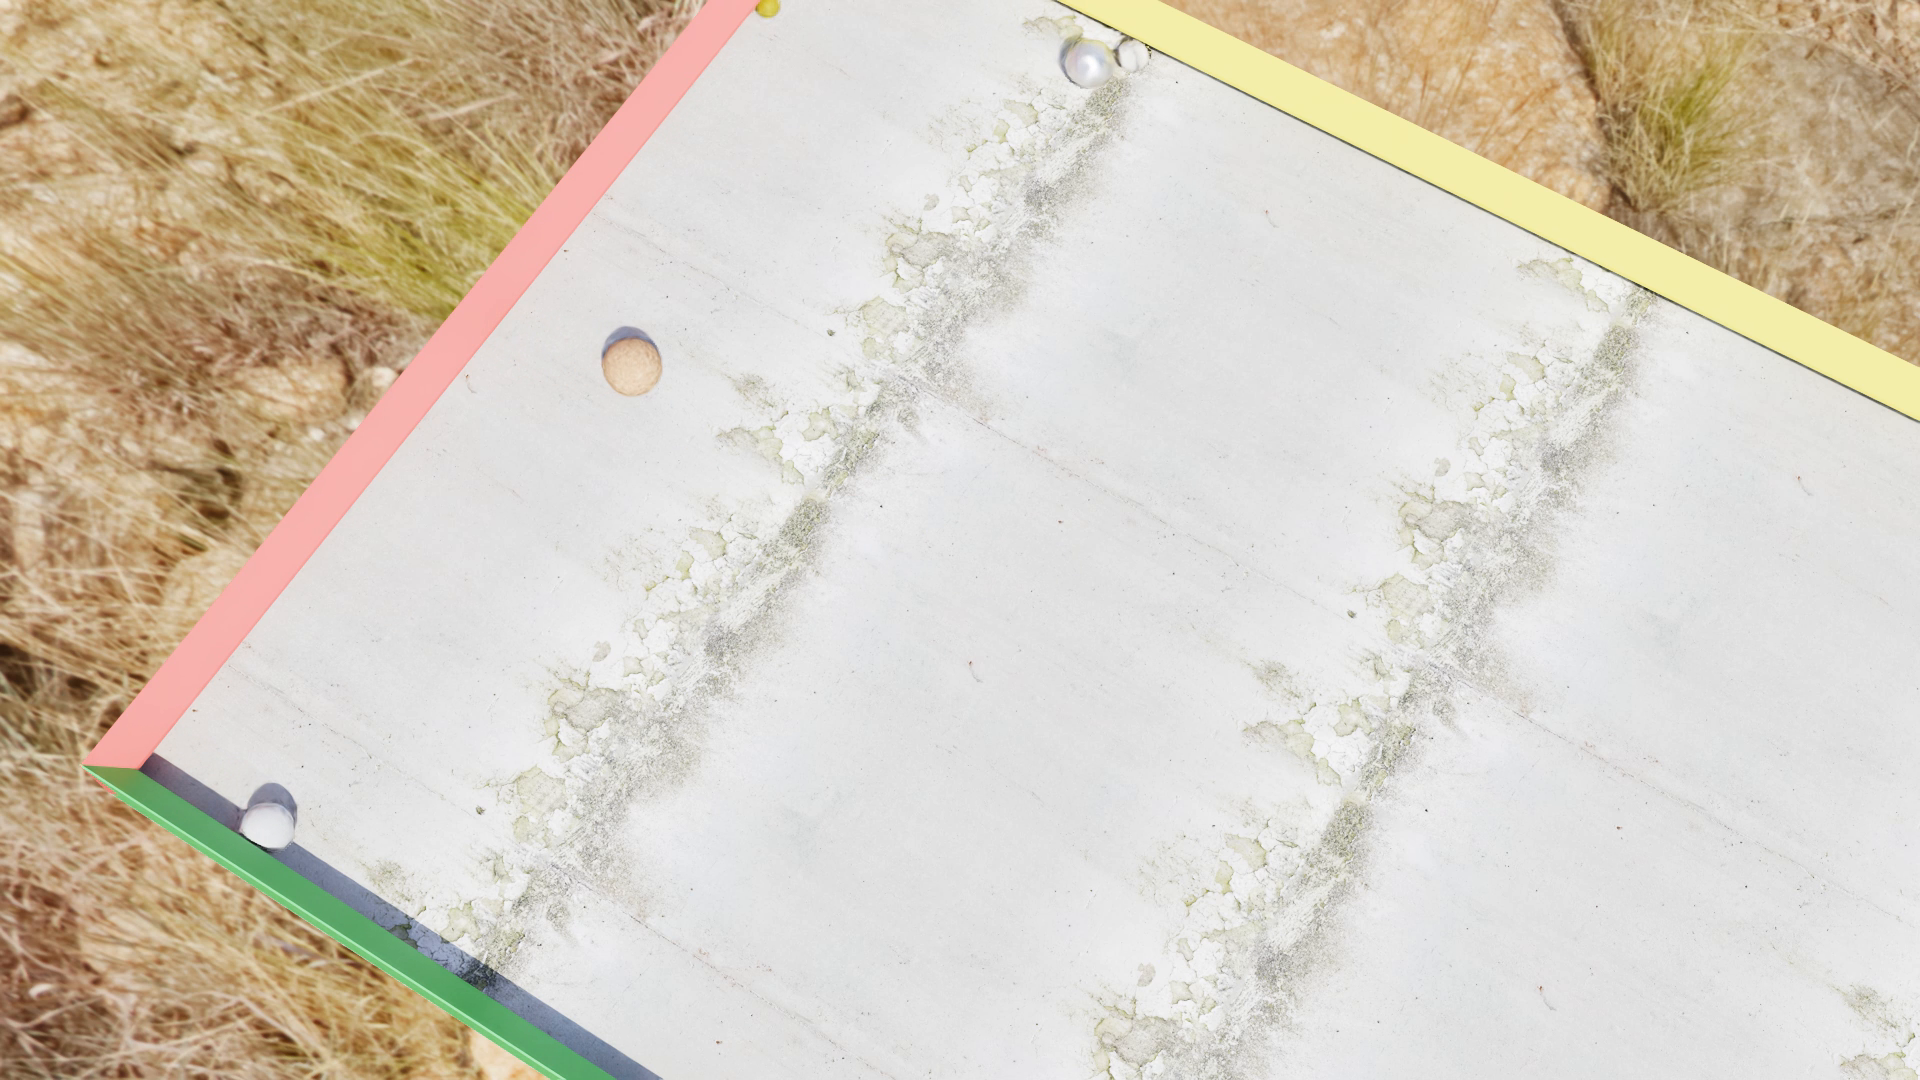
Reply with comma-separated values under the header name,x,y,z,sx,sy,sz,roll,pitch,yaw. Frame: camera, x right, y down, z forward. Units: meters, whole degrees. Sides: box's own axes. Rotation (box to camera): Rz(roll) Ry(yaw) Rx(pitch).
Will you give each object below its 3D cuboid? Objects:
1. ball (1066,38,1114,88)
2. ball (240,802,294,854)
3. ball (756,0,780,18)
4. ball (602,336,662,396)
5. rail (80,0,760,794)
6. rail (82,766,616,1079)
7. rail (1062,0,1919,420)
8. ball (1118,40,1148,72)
name,x,y,z,sx,sy,sz,roll,pitch,yaw
ball,0.233,-0.856,3.949,0.087,0.087,0.087,0,65,0
ball,-1.056,0.439,3.355,0.079,0.079,0.079,0,65,0
ball,-0.352,-0.977,4.029,0.043,0.043,0.043,0,65,0
ball,-0.549,-0.290,3.681,0.099,0.099,0.099,0,65,0
rail,-0.756,-0.434,3.730,0.045,0.128,2.094,29,68,13
rail,0.241,1.211,2.970,3.642,0.128,0.045,29,68,13
rail,1.311,-0.373,3.702,3.642,0.128,0.045,29,68,13
ball,0.313,-0.877,3.975,0.056,0.056,0.056,0,65,0
